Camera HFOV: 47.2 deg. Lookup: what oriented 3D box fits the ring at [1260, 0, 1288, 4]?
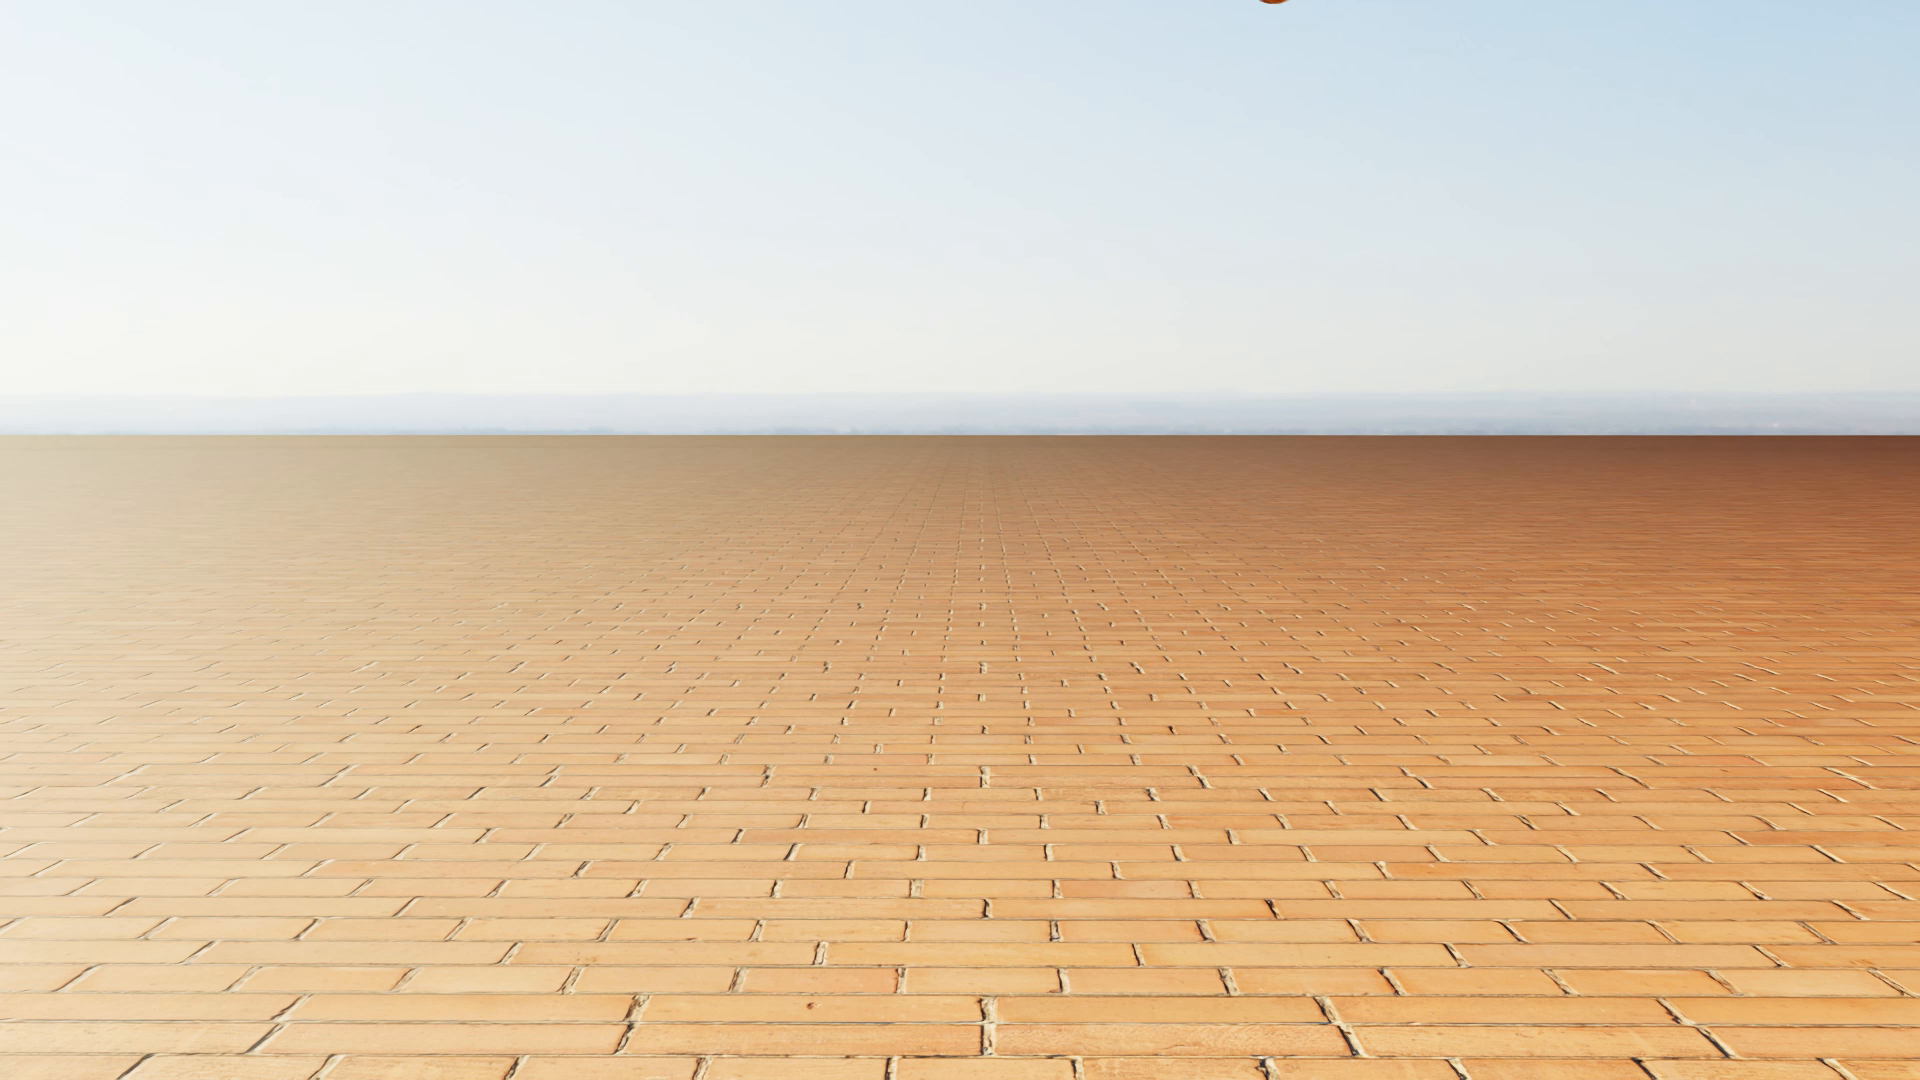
[{"bbox_3d":[1.190,-2.185,8.178,0.105,0.373,0.441,-2,9,-42],"label":"ring"}]
